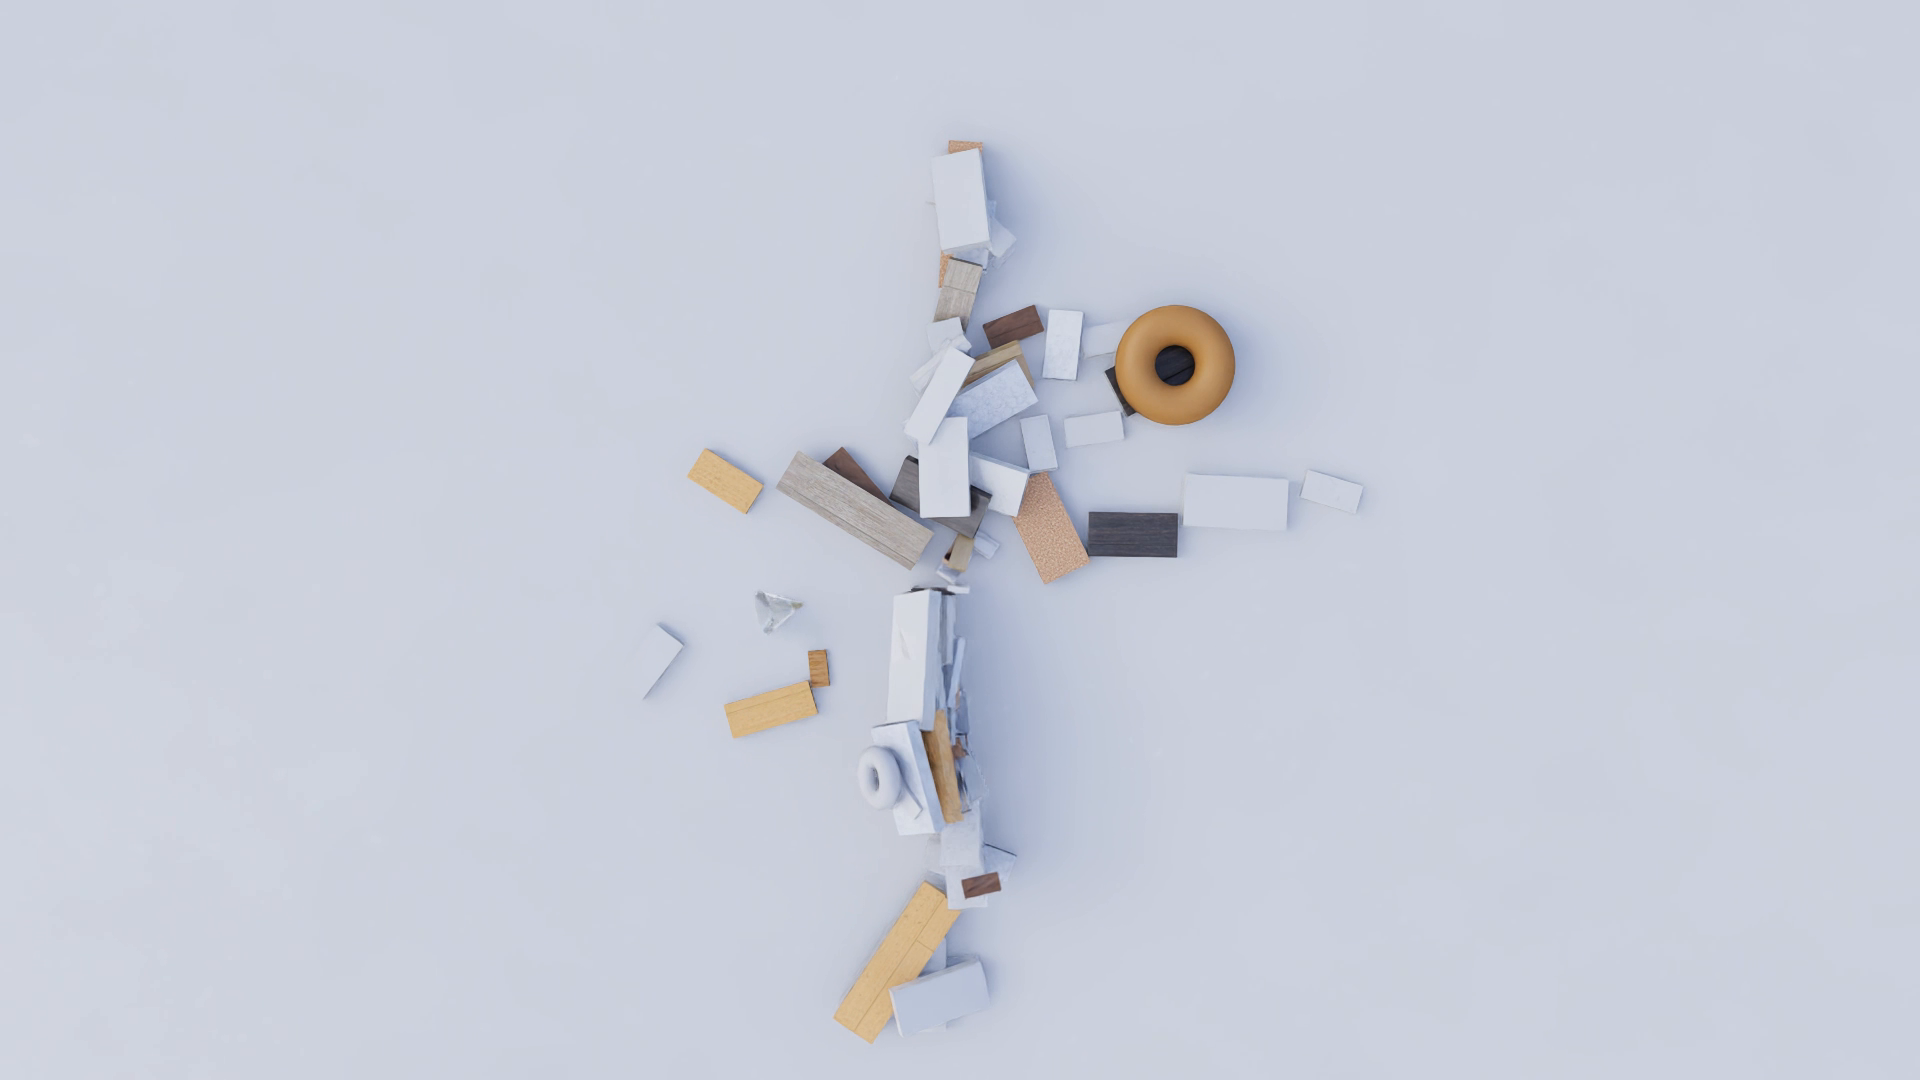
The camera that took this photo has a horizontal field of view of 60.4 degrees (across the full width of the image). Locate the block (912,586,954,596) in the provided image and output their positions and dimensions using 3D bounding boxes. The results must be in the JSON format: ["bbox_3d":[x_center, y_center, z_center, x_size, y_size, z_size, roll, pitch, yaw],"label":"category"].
[{"bbox_3d":[-0.088,0.169,5.464,0.140,0.070,0.020,4,93,0],"label":"block"}]

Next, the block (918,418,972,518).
[{"bbox_3d":[-0.051,-0.235,5.357,0.160,0.045,0.320,-1,91,8],"label":"block"}]

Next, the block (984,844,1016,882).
[{"bbox_3d":[0.089,1.061,5.487,0.177,0.025,0.089,21,89,0],"label":"block"}]

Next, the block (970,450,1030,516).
[{"bbox_3d":[0.064,-0.200,5.421,0.310,0.044,0.155,18,113,10],"label":"block"}]

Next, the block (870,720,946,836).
[{"bbox_3d":[-0.166,0.762,5.287,0.051,0.179,0.358,-15,90,-42],"label":"block"}]

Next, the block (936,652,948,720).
[{"bbox_3d":[-0.101,0.481,5.392,0.032,0.112,0.223,-4,86,-43],"label":"block"}]

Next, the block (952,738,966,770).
[{"bbox_3d":[-0.013,0.720,5.452,0.065,0.018,0.130,-15,111,3],"label":"block"}]

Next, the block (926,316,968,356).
[{"bbox_3d":[-0.032,-0.616,5.459,0.113,0.032,0.227,-14,103,0],"label":"block"}]

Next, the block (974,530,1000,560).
[{"bbox_3d":[0.065,0.005,5.477,0.123,0.017,0.062,34,60,0],"label":"block"}]

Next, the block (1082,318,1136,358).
[{"bbox_3d":[0.498,-0.671,5.487,0.190,0.027,0.095,-11,90,0],"label":"block"}]

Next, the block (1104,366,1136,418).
[{"bbox_3d":[0.667,-0.561,5.476,0.339,0.048,0.170,-27,90,0],"label":"block"}]

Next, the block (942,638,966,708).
[{"bbox_3d":[-0.050,0.434,5.428,0.032,0.112,0.223,20,76,-41],"label":"block"}]

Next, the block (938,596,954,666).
[{"bbox_3d":[-0.070,0.300,5.431,0.032,0.112,0.223,10,77,-44],"label":"block"}]

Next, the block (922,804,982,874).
[{"bbox_3d":[-0.024,0.969,5.414,0.125,0.035,0.250,16,79,10],"label":"block"}]

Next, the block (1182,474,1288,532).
[{"bbox_3d":[0.913,-0.124,5.476,0.339,0.048,0.170,3,90,0],"label":"block"}]

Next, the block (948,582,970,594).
[{"bbox_3d":[-0.004,0.158,5.429,0.070,0.140,0.020,6,94,0],"label":"block"}]

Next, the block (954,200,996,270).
[{"bbox_3d":[0.047,-1.009,5.427,0.113,0.032,0.226,9,90,0],"label":"block"}]

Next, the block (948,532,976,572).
[{"bbox_3d":[0.006,0.039,5.426,0.062,0.017,0.123,20,65,-6],"label":"block"}]

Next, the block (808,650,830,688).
[{"bbox_3d":[-0.470,0.428,5.491,0.061,0.017,0.121,-6,90,0],"label":"block"}]

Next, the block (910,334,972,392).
[{"bbox_3d":[-0.064,-0.581,5.389,0.227,0.113,0.032,-39,107,6],"label":"block"}]

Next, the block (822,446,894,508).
[{"bbox_3d":[-0.349,-0.150,5.479,0.148,0.042,0.295,-41,90,0],"label":"block"}]

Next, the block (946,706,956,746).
[{"bbox_3d":[-0.049,0.604,5.410,0.071,0.020,0.142,-15,69,43],"label":"block"}]

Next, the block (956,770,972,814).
[{"bbox_3d":[-0.008,0.818,5.332,0.066,0.019,0.131,-22,69,22],"label":"block"}]

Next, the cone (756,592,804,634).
[{"bbox_3d":[-0.582,0.227,5.467,0.146,0.146,0.146,-12,90,-27],"label":"cone"}]

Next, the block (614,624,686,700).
[{"bbox_3d":[-1.032,0.406,5.484,0.115,0.033,0.230,37,90,0],"label":"block"}]

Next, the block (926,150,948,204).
[{"bbox_3d":[-0.058,-1.203,5.488,0.087,0.025,0.175,10,90,0],"label":"block"}]

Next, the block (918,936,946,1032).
[{"bbox_3d":[-0.124,1.472,5.478,0.155,0.044,0.310,0,90,0],"label":"block"}]

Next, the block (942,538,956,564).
[{"bbox_3d":[-0.005,0.036,5.456,0.062,0.017,0.123,32,54,-1],"label":"block"}]

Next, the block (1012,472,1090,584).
[{"bbox_3d":[0.283,-0.042,5.476,0.170,0.048,0.339,-26,90,0],"label":"block"}]

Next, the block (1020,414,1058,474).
[{"bbox_3d":[0.261,-0.318,5.463,0.093,0.026,0.185,-10,75,0],"label":"block"}]

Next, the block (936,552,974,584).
[{"bbox_3d":[-0.017,0.075,5.451,0.070,0.020,0.140,33,54,0],"label":"block"}]

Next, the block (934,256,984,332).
[{"bbox_3d":[-0.007,-0.809,5.435,0.113,0.032,0.227,14,115,-3],"label":"block"}]
